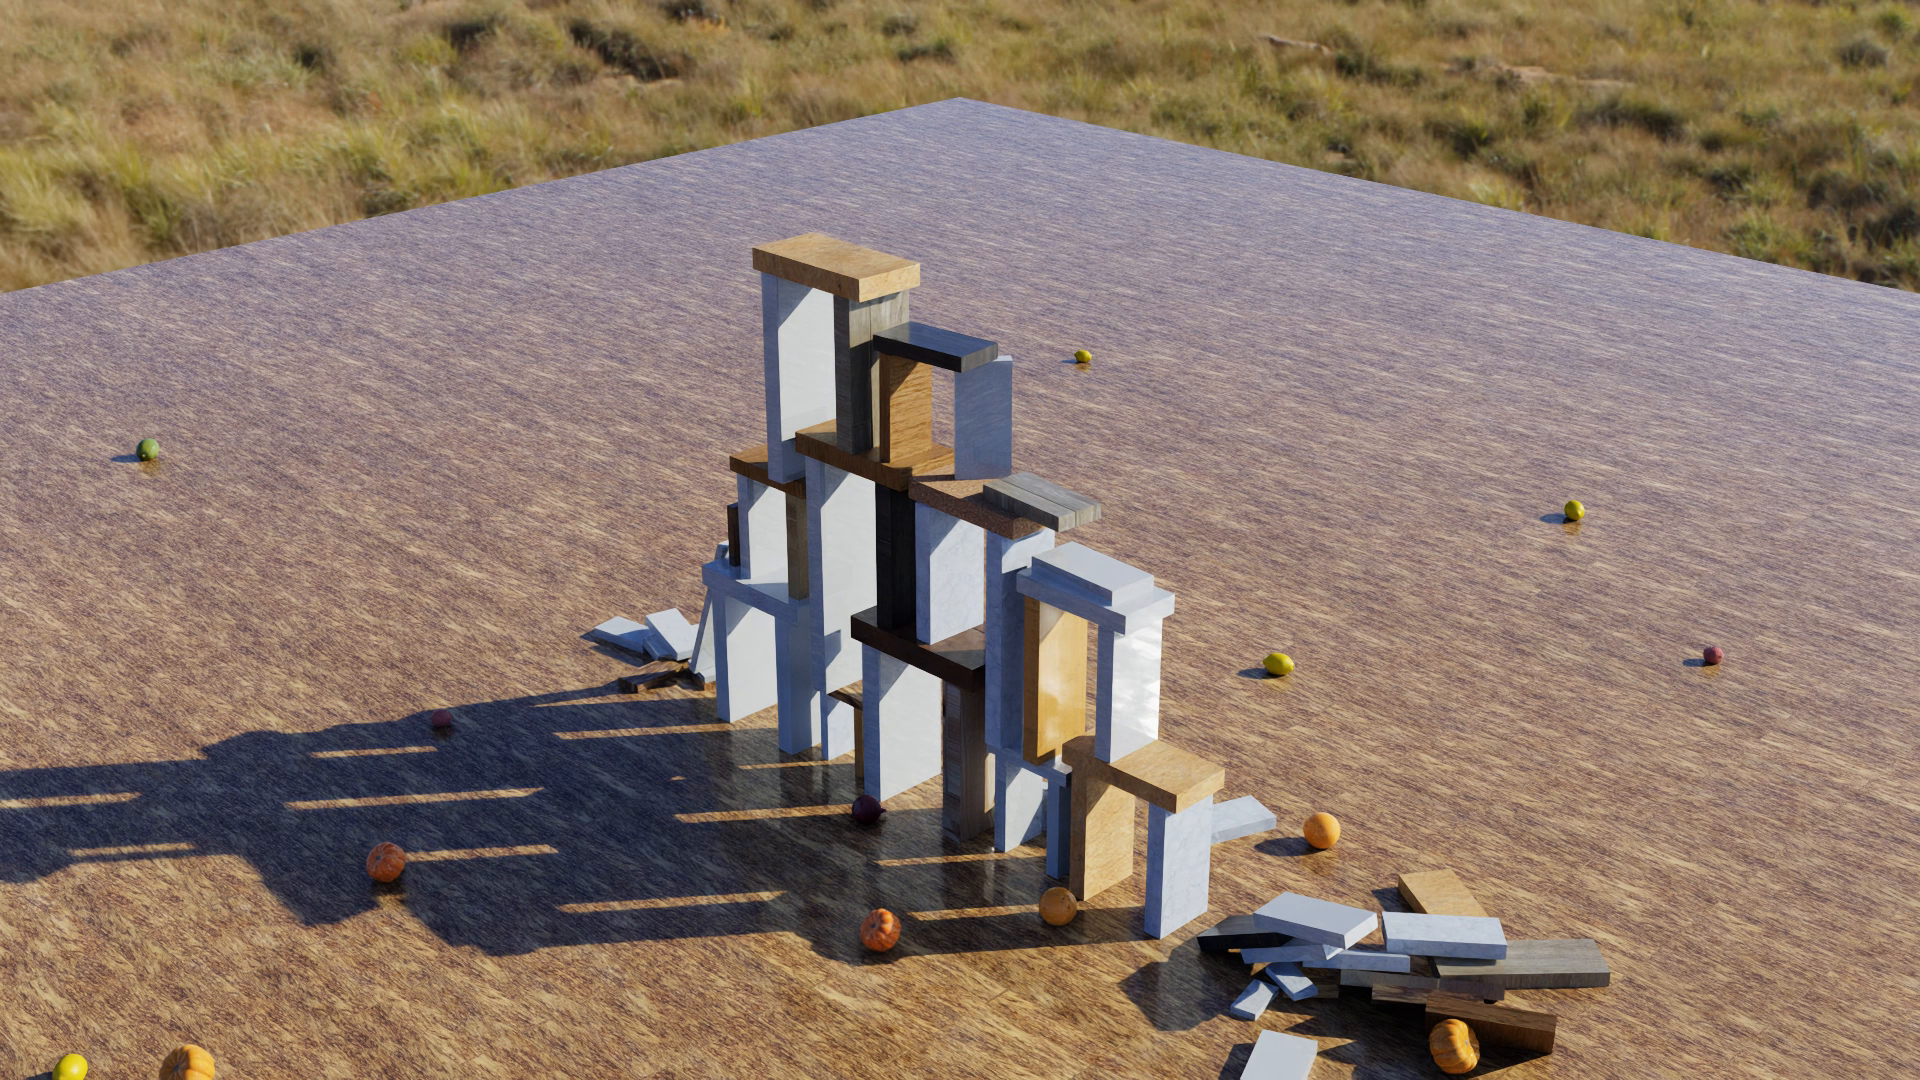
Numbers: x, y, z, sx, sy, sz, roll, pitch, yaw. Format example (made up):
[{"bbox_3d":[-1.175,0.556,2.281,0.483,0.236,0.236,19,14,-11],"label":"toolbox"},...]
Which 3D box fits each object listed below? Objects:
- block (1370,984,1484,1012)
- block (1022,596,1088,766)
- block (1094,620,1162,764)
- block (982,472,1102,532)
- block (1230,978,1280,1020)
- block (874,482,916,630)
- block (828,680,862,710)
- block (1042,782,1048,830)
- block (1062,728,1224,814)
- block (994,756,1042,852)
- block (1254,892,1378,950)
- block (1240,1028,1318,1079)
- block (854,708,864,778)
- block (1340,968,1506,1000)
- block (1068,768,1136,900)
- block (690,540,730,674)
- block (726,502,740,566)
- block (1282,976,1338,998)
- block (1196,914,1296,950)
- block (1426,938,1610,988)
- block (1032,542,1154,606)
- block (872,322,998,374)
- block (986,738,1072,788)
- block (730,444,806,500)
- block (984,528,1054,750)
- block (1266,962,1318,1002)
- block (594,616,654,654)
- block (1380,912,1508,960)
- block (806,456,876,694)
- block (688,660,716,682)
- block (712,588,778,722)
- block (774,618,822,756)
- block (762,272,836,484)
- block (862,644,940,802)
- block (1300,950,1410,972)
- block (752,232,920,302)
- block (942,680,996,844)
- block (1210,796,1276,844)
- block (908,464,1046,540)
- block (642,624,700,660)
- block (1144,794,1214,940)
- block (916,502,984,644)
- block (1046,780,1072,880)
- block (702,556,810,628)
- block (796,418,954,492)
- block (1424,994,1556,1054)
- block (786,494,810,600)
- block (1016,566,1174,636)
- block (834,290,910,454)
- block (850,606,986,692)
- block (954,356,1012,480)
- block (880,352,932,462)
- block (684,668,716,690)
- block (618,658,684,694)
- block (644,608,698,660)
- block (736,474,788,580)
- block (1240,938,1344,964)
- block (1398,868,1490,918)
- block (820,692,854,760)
[{"bbox_3d":[0.802,0.793,3.786,0.186,0.026,0.093,4,-20,9],"label":"block"},{"bbox_3d":[0.179,0.246,4.136,0.038,0.341,0.133,21,31,41],"label":"block"},{"bbox_3d":[0.307,0.261,4.005,0.038,0.266,0.133,21,31,40],"label":"block"},{"bbox_3d":[0.150,-0.072,4.047,0.105,0.030,0.210,-18,29,-36],"label":"block"},{"bbox_3d":[0.516,0.804,3.848,0.048,0.014,0.096,14,27,30],"label":"block"},{"bbox_3d":[-0.096,0.012,4.337,0.043,0.303,0.152,21,31,40],"label":"block"},{"bbox_3d":[-0.221,0.313,4.592,0.157,0.022,0.079,21,31,40],"label":"block"},{"bbox_3d":[0.247,0.540,4.366,0.190,0.095,0.027,7,24,15],"label":"block"},{"bbox_3d":[0.335,0.414,4.036,0.274,0.039,0.137,21,31,40],"label":"block"},{"bbox_3d":[0.115,0.499,4.318,0.029,0.208,0.104,21,31,41],"label":"block"},{"bbox_3d":[0.621,0.664,3.846,0.193,0.027,0.097,6,21,44],"label":"block"},{"bbox_3d":[0.523,0.884,3.643,0.095,0.027,0.190,9,25,20],"label":"block"},{"bbox_3d":[-0.184,0.410,4.593,0.022,0.157,0.079,21,31,41],"label":"block"},{"bbox_3d":[0.804,0.775,3.837,0.278,0.026,0.093,4,-10,10],"label":"block"},{"bbox_3d":[0.270,0.532,4.157,0.137,0.274,0.039,-21,31,-40],"label":"block"},{"bbox_3d":[-0.538,0.146,4.885,0.068,0.376,0.019,-22,53,-40],"label":"block"},{"bbox_3d":[-0.465,-0.017,4.718,0.019,0.137,0.068,21,31,41],"label":"block"},{"bbox_3d":[0.616,0.789,3.884,0.096,0.014,0.048,0,23,0],"label":"block"},{"bbox_3d":[0.529,0.704,3.958,0.097,0.027,0.194,-21,4,-41],"label":"block"},{"bbox_3d":[0.997,0.759,3.935,0.303,0.030,0.106,-1,23,-2],"label":"block"},{"bbox_3d":[0.240,0.060,4.002,0.105,0.030,0.210,-19,29,-37],"label":"block"},{"bbox_3d":[-0.047,-0.364,4.131,0.216,0.031,0.108,18,29,36],"label":"block"},{"bbox_3d":[0.162,0.410,4.225,0.208,0.029,0.104,21,31,40],"label":"block"},{"bbox_3d":[-0.359,-0.145,4.558,0.116,0.033,0.232,-21,31,-40],"label":"block"},{"bbox_3d":[0.113,0.172,4.181,0.041,0.442,0.143,21,31,40],"label":"block"},{"bbox_3d":[0.585,0.777,3.878,0.048,0.014,0.096,-10,25,-21],"label":"block"},{"bbox_3d":[-0.780,0.224,5.204,0.159,0.023,0.080,16,28,33],"label":"block"},{"bbox_3d":[0.869,0.711,3.955,0.210,0.030,0.105,2,17,4],"label":"block"},{"bbox_3d":[-0.239,0.055,4.510,0.152,0.517,0.043,-21,31,-40],"label":"block"},{"bbox_3d":[-0.578,0.294,5.013,0.050,0.014,0.101,-12,26,-26],"label":"block"},{"bbox_3d":[-0.464,0.231,4.820,0.044,0.310,0.155,21,31,41],"label":"block"},{"bbox_3d":[-0.317,0.288,4.685,0.044,0.310,0.155,21,31,41],"label":"block"},{"bbox_3d":[-0.319,-0.340,4.421,0.044,0.433,0.156,20,30,40],"label":"block"},{"bbox_3d":[-0.118,0.347,4.501,0.049,0.345,0.172,21,31,41],"label":"block"},{"bbox_3d":[0.701,0.747,3.914,0.186,0.026,0.093,2,-5,5],"label":"block"},{"bbox_3d":[-0.242,-0.530,4.260,0.156,0.044,0.312,-21,31,-40],"label":"block"},{"bbox_3d":[0.044,0.411,4.352,0.049,0.345,0.172,21,31,41],"label":"block"},{"bbox_3d":[0.526,0.563,4.398,0.190,0.027,0.095,-10,25,-23],"label":"block"},{"bbox_3d":[0.051,-0.078,4.151,0.143,0.041,0.286,-20,30,-39],"label":"block"},{"bbox_3d":[-0.651,0.240,5.137,0.159,0.023,0.080,-13,39,-31],"label":"block"},{"bbox_3d":[0.402,0.582,4.038,0.039,0.274,0.137,21,31,40],"label":"block"},{"bbox_3d":[-0.020,0.047,4.277,0.143,0.286,0.041,-20,30,-40],"label":"block"},{"bbox_3d":[0.213,0.538,4.227,0.104,0.208,0.029,-21,31,-41],"label":"block"},{"bbox_3d":[-0.390,0.096,4.683,0.311,0.044,0.155,21,31,41],"label":"block"},{"bbox_3d":[-0.167,-0.175,4.334,0.303,0.043,0.152,21,31,41],"label":"block"},{"bbox_3d":[0.893,0.816,3.706,0.211,0.106,0.030,7,60,15],"label":"block"},{"bbox_3d":[-0.304,-0.002,4.560,0.116,0.232,0.033,-21,31,-41],"label":"block"},{"bbox_3d":[0.245,0.096,4.004,0.133,0.038,0.266,-21,31,-41],"label":"block"},{"bbox_3d":[-0.169,-0.337,4.261,0.044,0.312,0.156,21,31,40],"label":"block"},{"bbox_3d":[-0.037,0.198,4.350,0.172,0.049,0.345,-21,31,-40],"label":"block"},{"bbox_3d":[0.043,-0.230,4.158,0.108,0.236,0.031,-2,23,-4],"label":"block"},{"bbox_3d":[-0.104,-0.266,4.217,0.108,0.216,0.031,-21,32,-39],"label":"block"},{"bbox_3d":[-0.583,0.312,5.008,0.050,0.014,0.101,-14,27,-30],"label":"block"},{"bbox_3d":[-0.704,0.308,5.010,0.068,0.019,0.137,19,30,38],"label":"block"},{"bbox_3d":[-0.661,0.219,5.125,0.080,0.023,0.159,-14,40,-32],"label":"block"},{"bbox_3d":[-0.413,-0.044,4.661,0.033,0.232,0.116,21,31,41],"label":"block"},{"bbox_3d":[0.599,0.713,3.884,0.097,0.027,0.194,-22,4,-41],"label":"block"},{"bbox_3d":[0.909,0.687,4.104,0.106,0.030,0.211,-5,23,-11],"label":"block"},{"bbox_3d":[-0.258,0.381,4.661,0.022,0.158,0.079,21,31,41],"label":"block"}]
